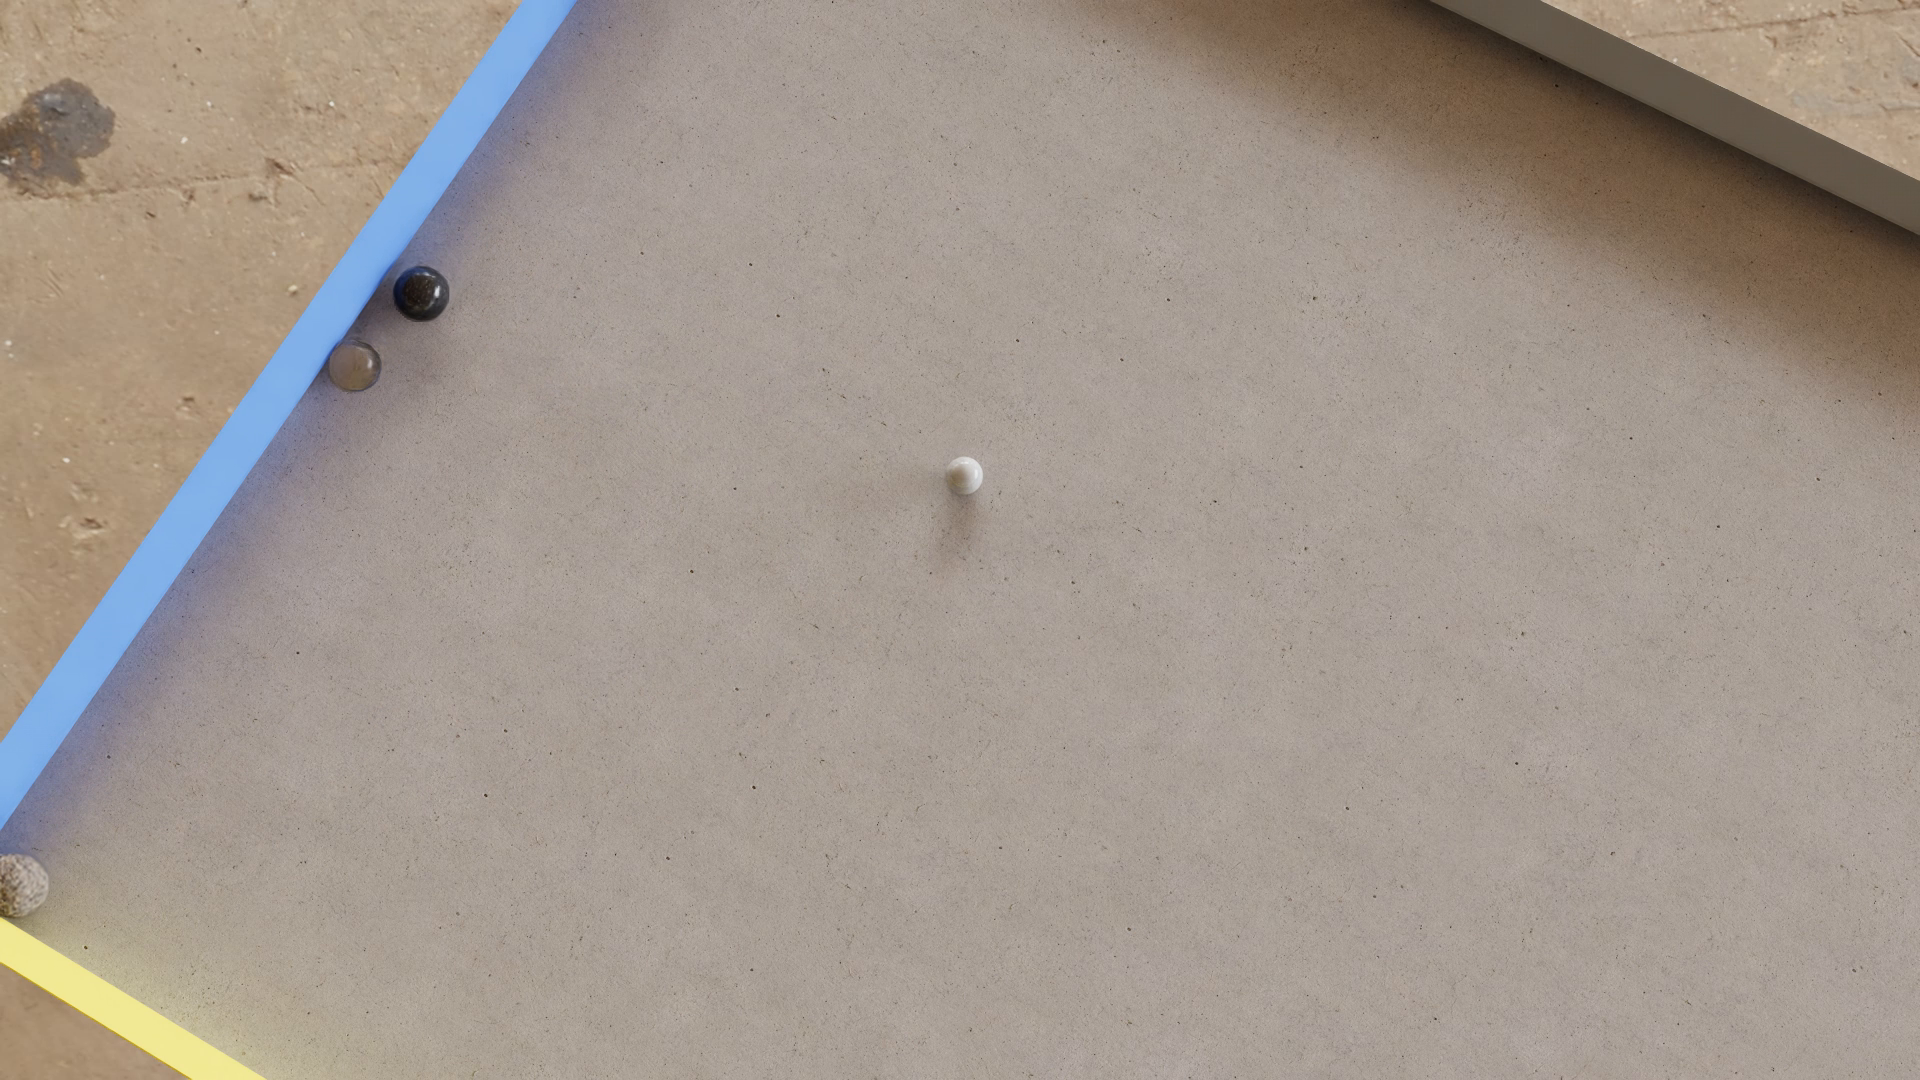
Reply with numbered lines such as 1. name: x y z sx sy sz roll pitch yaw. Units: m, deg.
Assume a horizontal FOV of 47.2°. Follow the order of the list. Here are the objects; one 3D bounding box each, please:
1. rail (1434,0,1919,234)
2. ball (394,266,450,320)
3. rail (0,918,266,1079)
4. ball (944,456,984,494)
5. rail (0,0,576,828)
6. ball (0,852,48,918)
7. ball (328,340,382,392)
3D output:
1. rail: 1.508 -0.523 3.514 4.203 0.128 0.045 28 75 8
2. ball: -0.855 -0.392 3.496 0.088 0.088 0.088 0 73 0
3. rail: 0.323 1.491 2.893 4.203 0.128 0.045 28 75 8
4. ball: 0.006 -0.100 3.421 0.059 0.059 0.059 0 73 0
5. rail: -0.895 -0.489 3.503 0.045 0.128 2.466 28 75 8
6. ball: -1.384 0.505 3.215 0.095 0.095 0.095 0 73 0
7. ball: -0.952 -0.274 3.463 0.081 0.081 0.081 0 73 0
